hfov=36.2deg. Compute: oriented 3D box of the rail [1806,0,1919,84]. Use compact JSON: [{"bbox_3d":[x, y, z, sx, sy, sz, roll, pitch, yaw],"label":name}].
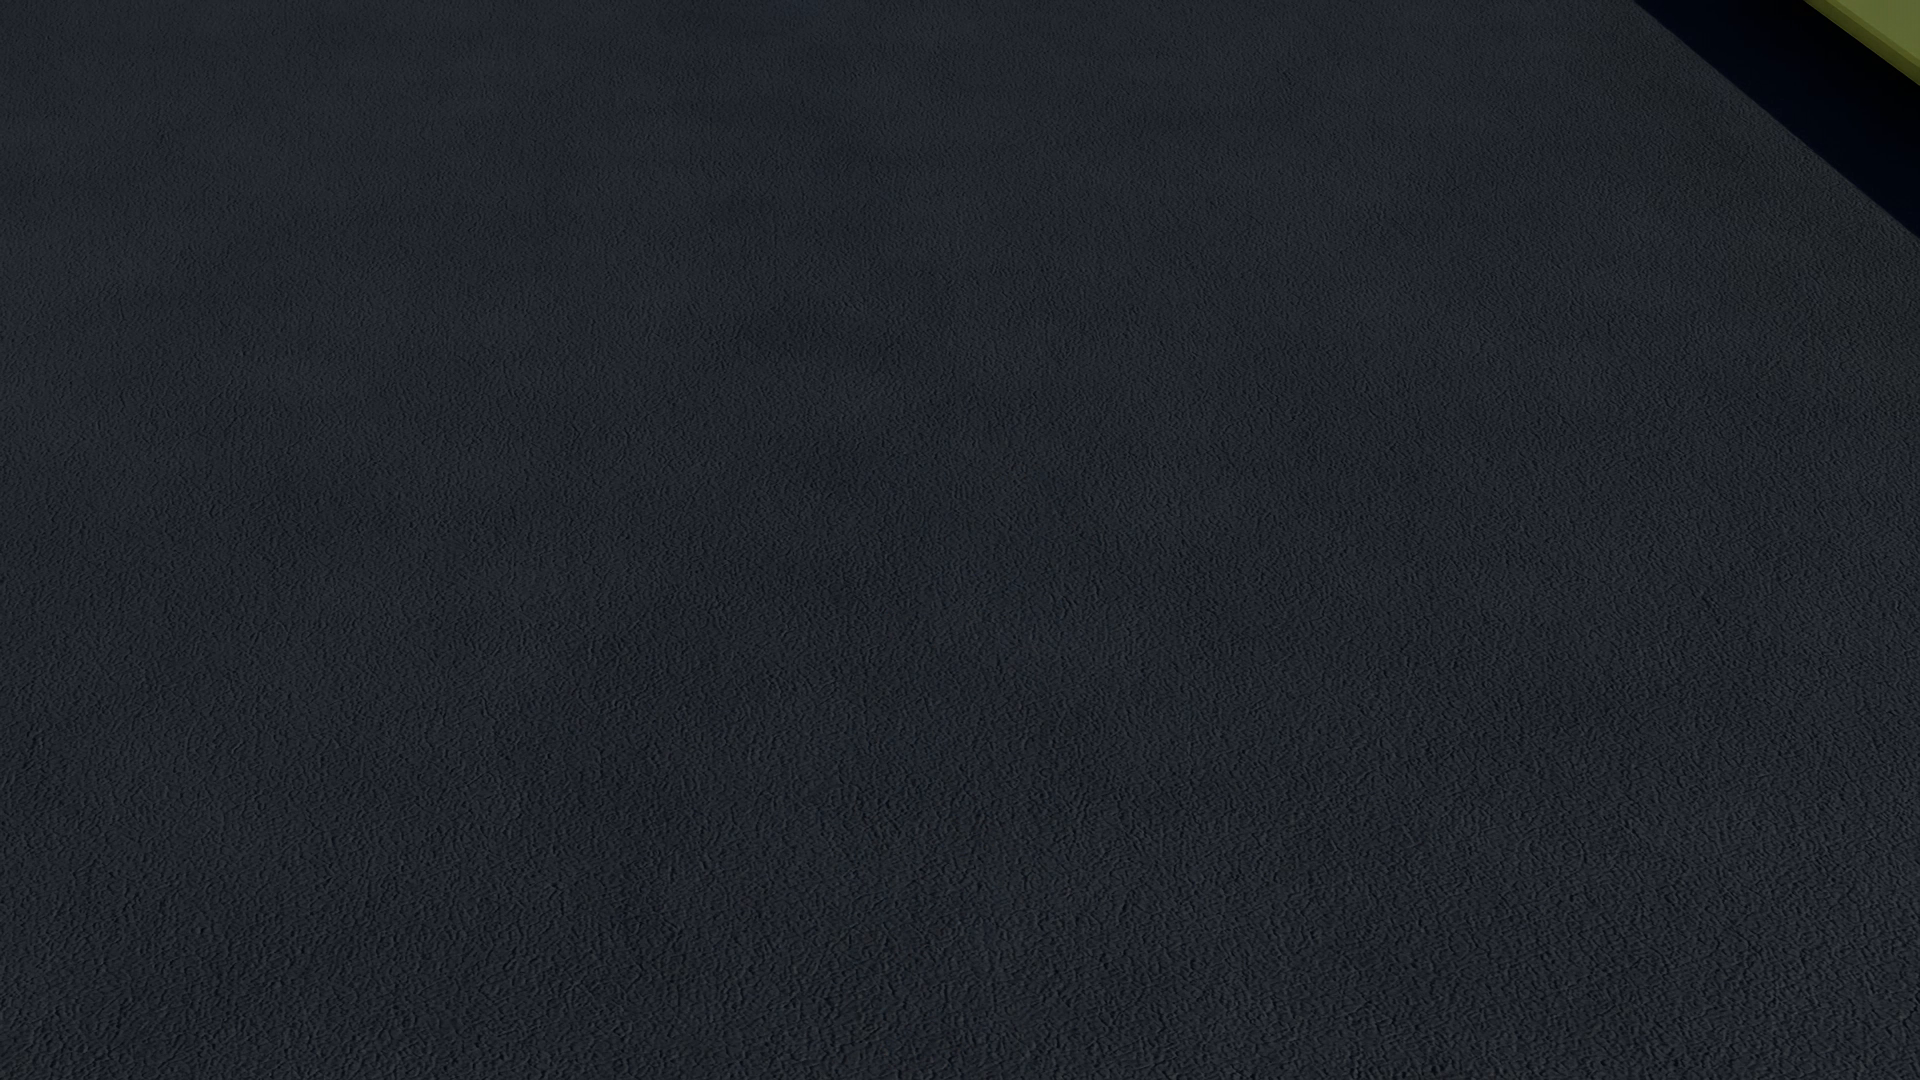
[{"bbox_3d":[0.837,-0.480,2.688,0.045,0.094,3.373,-4,28,-8],"label":"rail"}]
